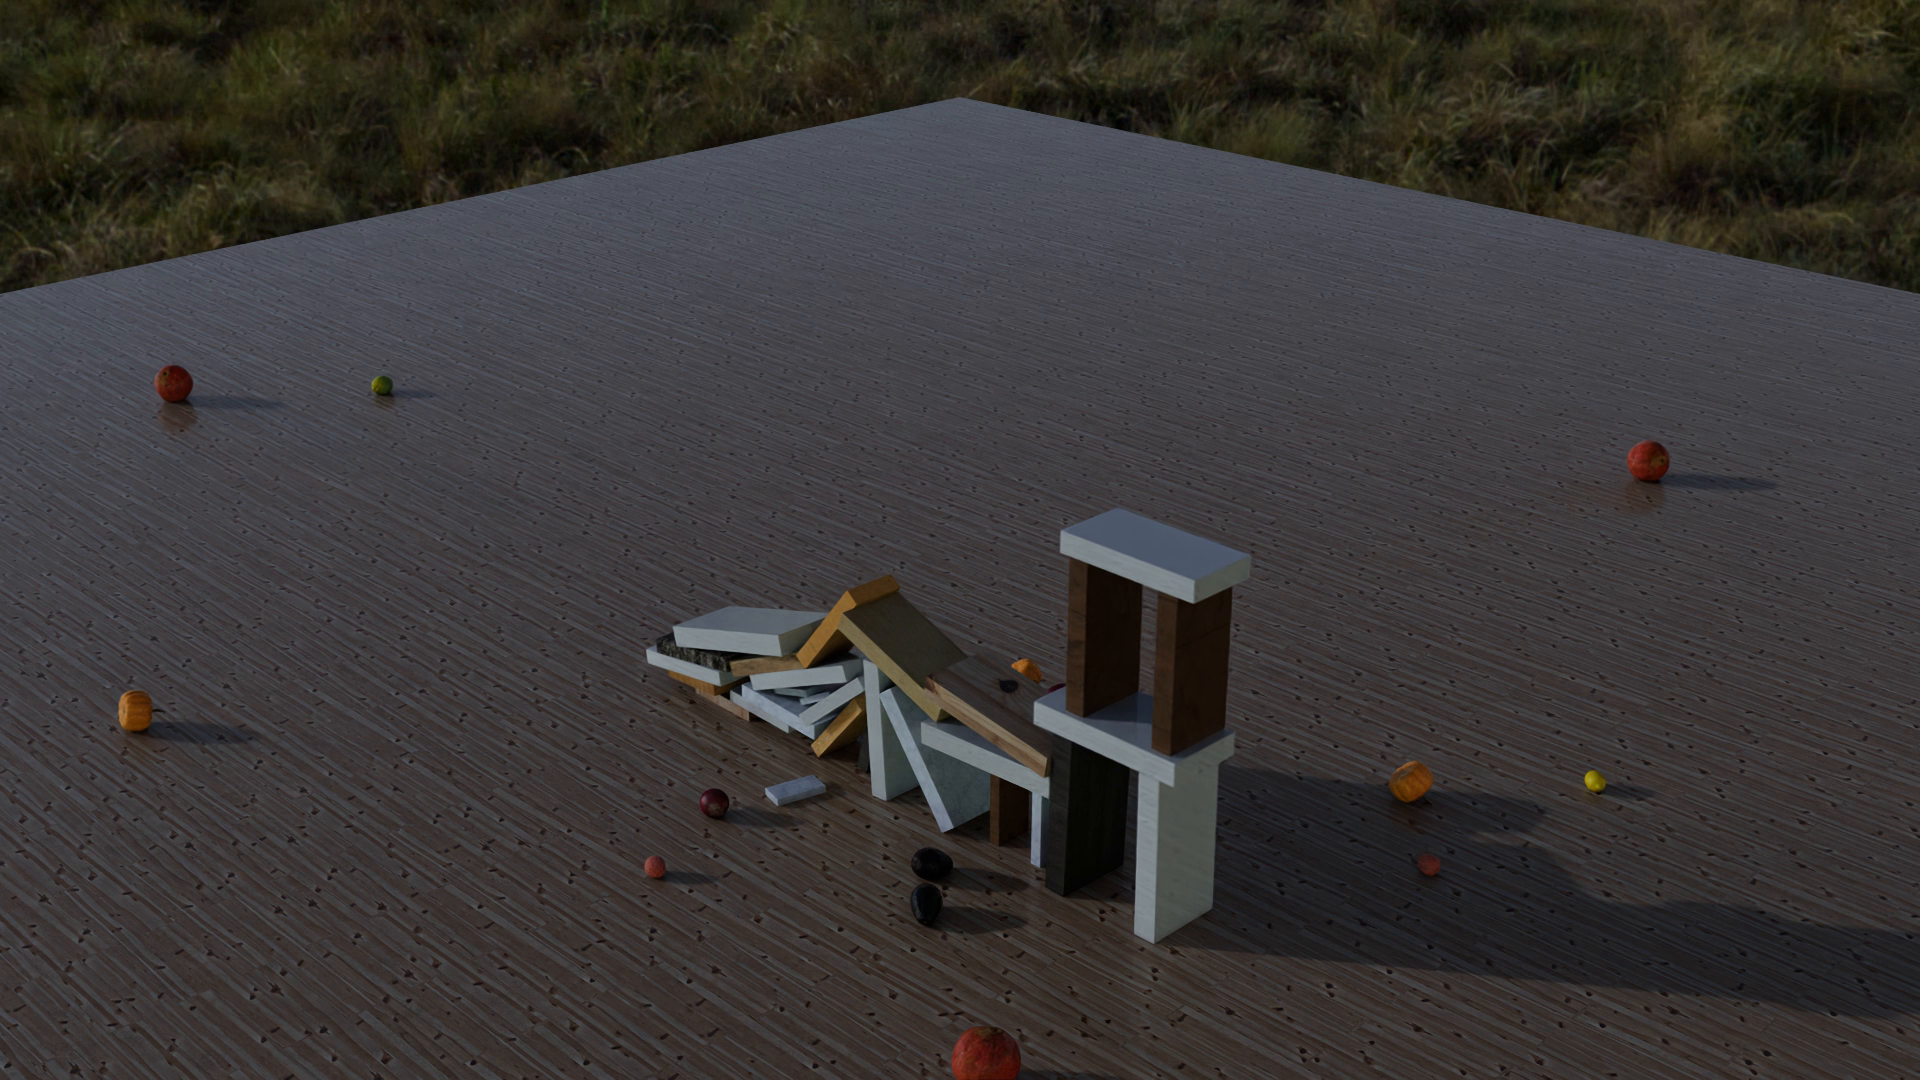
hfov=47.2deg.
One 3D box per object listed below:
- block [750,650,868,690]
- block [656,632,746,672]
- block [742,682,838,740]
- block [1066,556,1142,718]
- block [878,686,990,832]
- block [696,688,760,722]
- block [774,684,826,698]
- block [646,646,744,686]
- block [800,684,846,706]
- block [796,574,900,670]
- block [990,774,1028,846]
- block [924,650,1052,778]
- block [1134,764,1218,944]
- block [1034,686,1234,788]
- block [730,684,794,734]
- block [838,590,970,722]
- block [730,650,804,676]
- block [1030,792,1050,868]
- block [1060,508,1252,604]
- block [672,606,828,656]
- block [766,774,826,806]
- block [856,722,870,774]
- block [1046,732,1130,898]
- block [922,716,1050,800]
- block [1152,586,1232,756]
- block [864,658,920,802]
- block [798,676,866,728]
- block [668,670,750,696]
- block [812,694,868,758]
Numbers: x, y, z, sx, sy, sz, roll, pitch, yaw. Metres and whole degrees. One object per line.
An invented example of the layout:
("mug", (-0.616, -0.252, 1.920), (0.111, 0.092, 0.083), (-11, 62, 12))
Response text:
("block", (-0.298, 0.275, 4.669), (0.125, 0.035, 0.351), (-20, 6, -38))
("block", (-0.557, 0.240, 4.918), (0.239, 0.034, 0.120), (11, 24, 42))
("block", (-0.349, 0.353, 4.761), (0.120, 0.034, 0.239), (-21, 34, -40))
("block", (0.264, 0.156, 4.010), (0.153, 0.307, 0.043), (-21, 31, -40))
("block", (-0.034, 0.419, 4.429), (0.152, 0.304, 0.043), (-21, -6, -40))
("block", (-0.494, 0.345, 4.912), (0.096, 0.027, 0.193), (-20, 30, -39))
("block", (-0.345, 0.318, 4.736), (0.055, 0.016, 0.111), (-22, 16, -41))
("block", (-0.576, 0.269, 4.945), (0.120, 0.034, 0.266), (-21, 23, -40))
("block", (-0.288, 0.329, 4.694), (0.055, 0.016, 0.111), (-21, 3, -40))
("block", (-0.233, 0.170, 4.559), (0.125, 0.250, 0.035), (-20, 68, -42))
("block", (0.098, 0.511, 4.338), (0.024, 0.171, 0.085), (21, 31, 40))
("block", (0.104, 0.331, 4.232), (0.164, 0.047, 0.329), (-21, 40, -40))
("block", (0.396, 0.553, 4.025), (0.169, 0.337, 0.048), (-21, 30, -41))
("block", (0.316, 0.343, 4.024), (0.338, 0.048, 0.169), (22, 31, 40))
("block", (-0.404, 0.359, 4.815), (0.193, 0.027, 0.096), (24, 33, 38))
("block", (-0.088, 0.231, 4.408), (0.152, 0.043, 0.304), (-21, 52, -40))
("block", (-0.373, 0.252, 4.751), (0.125, 0.035, 0.250), (-20, 7, -42))
("block", (0.177, 0.542, 4.264), (0.086, 0.171, 0.024), (-21, 31, -40))
("block", (0.342, 0.025, 3.873), (0.307, 0.043, 0.153), (22, 31, 40))
("block", (-0.448, 0.197, 4.804), (0.164, 0.047, 0.367), (-20, 15, -42))
("block", (-0.338, 0.515, 4.527), (0.111, 0.016, 0.055), (-13, 26, -28))
("block", (-0.147, 0.380, 4.588), (0.108, 0.216, 0.031), (-21, 47, -40))
("block", (0.244, 0.493, 4.164), (0.169, 0.337, 0.048), (-21, 33, -40))
("block", (0.101, 0.397, 4.266), (0.328, 0.047, 0.164), (20, 30, 38))
("block", (0.409, 0.213, 3.877), (0.043, 0.307, 0.153), (21, 31, 40))
("block", (-0.118, 0.366, 4.505), (0.152, 0.304, 0.043), (-21, 27, -40))
("block", (-0.232, 0.324, 4.586), (0.108, 0.031, 0.216), (-20, -10, -46))
("block", (-0.564, 0.301, 4.939), (0.096, 0.027, 0.193), (-18, 21, -35))
("block", (-0.221, 0.379, 4.633), (0.108, 0.216, 0.031), (-21, 72, -40))
